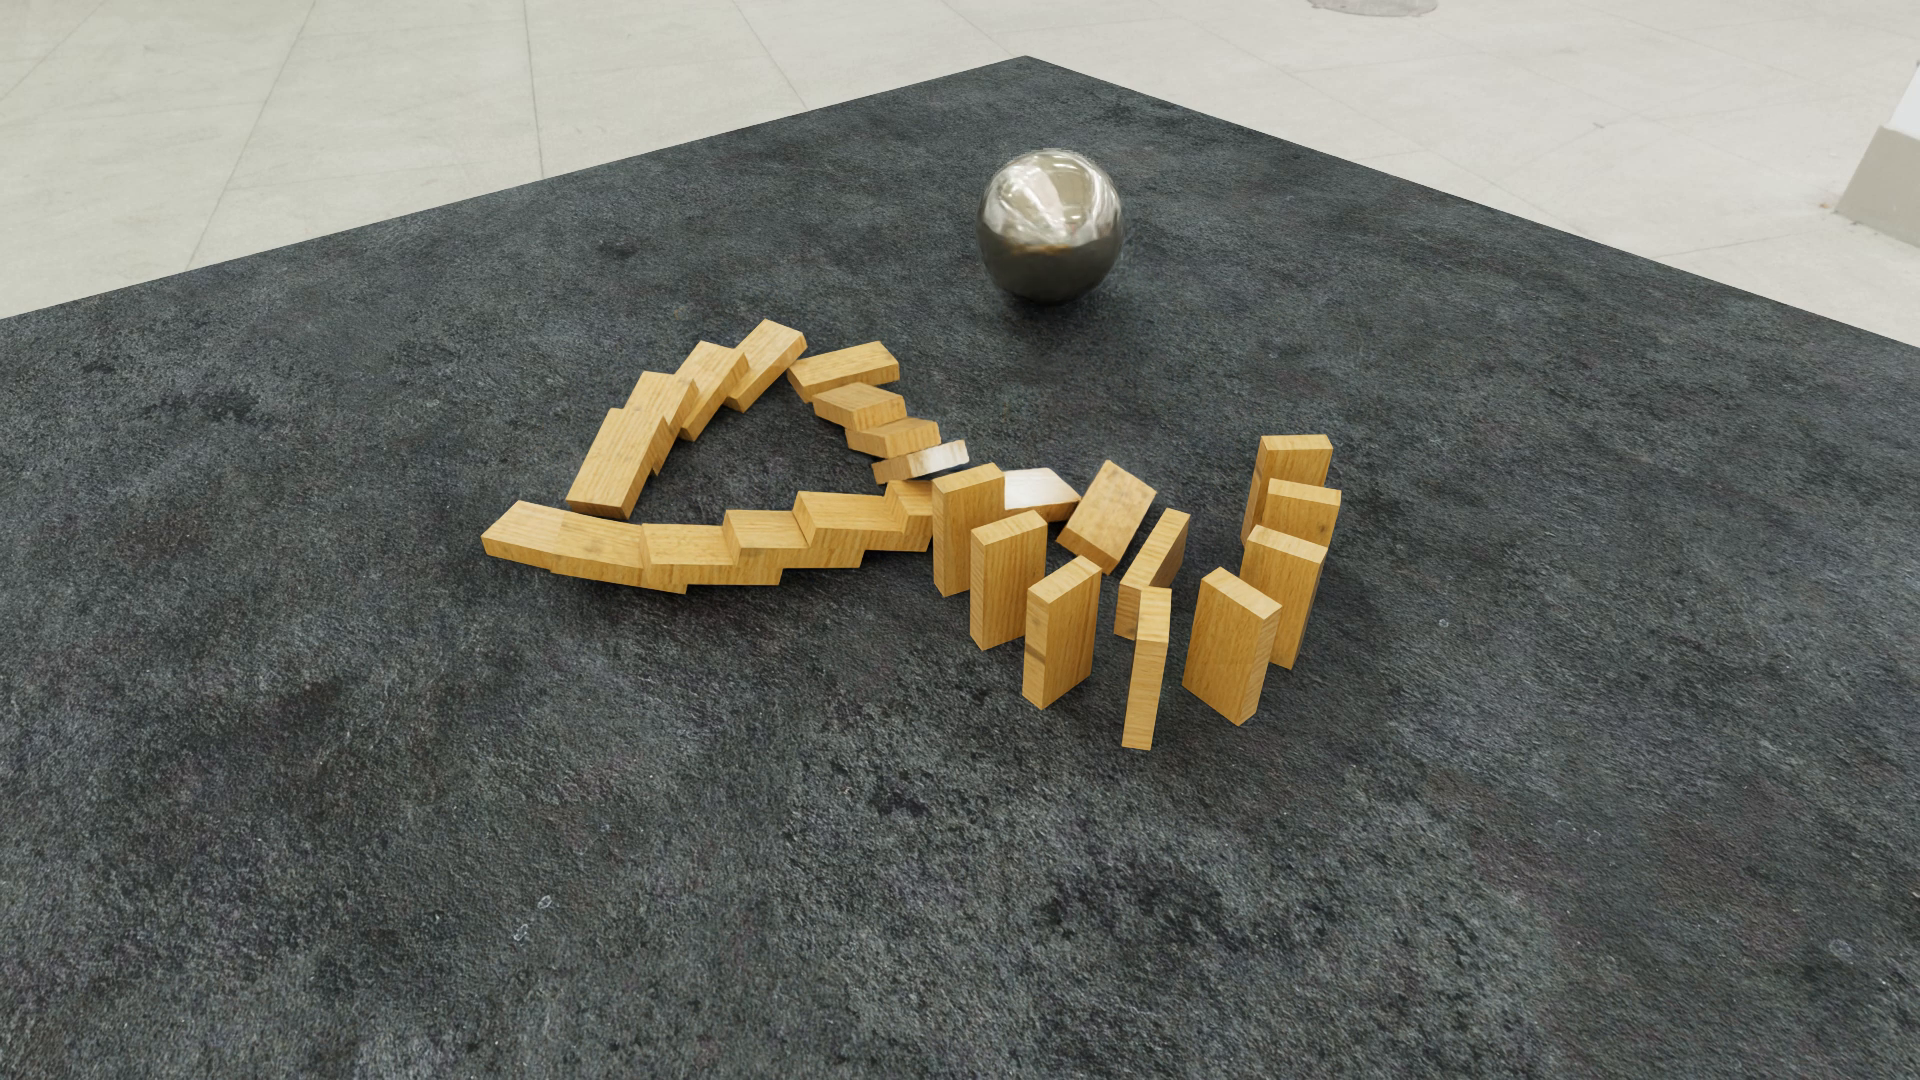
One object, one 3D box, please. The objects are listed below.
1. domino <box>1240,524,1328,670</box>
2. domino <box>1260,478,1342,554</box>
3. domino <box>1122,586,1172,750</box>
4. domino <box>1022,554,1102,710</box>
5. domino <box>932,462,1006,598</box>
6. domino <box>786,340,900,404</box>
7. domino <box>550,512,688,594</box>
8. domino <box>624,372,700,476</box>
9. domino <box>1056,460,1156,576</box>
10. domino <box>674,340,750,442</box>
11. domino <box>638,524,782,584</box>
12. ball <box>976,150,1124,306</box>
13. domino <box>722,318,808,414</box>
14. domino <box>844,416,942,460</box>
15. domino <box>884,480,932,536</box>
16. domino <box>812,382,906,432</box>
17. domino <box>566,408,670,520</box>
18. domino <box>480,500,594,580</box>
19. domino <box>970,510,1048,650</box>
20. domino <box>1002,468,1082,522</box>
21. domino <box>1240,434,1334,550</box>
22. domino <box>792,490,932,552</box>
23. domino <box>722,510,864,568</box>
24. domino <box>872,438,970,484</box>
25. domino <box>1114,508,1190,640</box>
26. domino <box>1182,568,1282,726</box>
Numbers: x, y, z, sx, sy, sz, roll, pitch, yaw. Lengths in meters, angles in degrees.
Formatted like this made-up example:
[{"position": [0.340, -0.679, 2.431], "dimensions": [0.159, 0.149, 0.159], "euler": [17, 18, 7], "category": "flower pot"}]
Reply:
[{"position": [0.110, 0.021, 0.386], "dimensions": [0.025, 0.050, 0.010], "euler": [20, 44, 23], "category": "domino"}, {"position": [0.123, 0.002, 0.409], "dimensions": [0.025, 0.050, 0.009], "euler": [11, 41, 14], "category": "domino"}, {"position": [0.061, 0.042, 0.360], "dimensions": [0.010, 0.050, 0.025], "euler": [7, 40, 8], "category": "domino"}, {"position": [0.034, 0.032, 0.373], "dimensions": [0.025, 0.050, 0.009], "euler": [-30, 48, -32], "category": "domino"}, {"position": [0.003, -0.003, 0.416], "dimensions": [0.025, 0.050, 0.009], "euler": [-17, 42, -19], "category": "domino"}, {"position": [-0.058, -0.084, 0.546], "dimensions": [0.050, 0.010, 0.025], "euler": [-17, 42, -20], "category": "domino"}, {"position": [-0.130, 0.005, 0.426], "dimensions": [0.050, 0.009, 0.025], "euler": [11, 37, -15], "category": "domino"}, {"position": [-0.140, -0.053, 0.496], "dimensions": [0.025, 0.010, 0.050], "euler": [9, 58, 13], "category": "domino"}, {"position": [0.060, -0.010, 0.448], "dimensions": [0.025, 0.009, 0.050], "euler": [34, 45, 2], "category": "domino"}, {"position": [-0.124, -0.071, 0.518], "dimensions": [0.025, 0.009, 0.050], "euler": [17, 60, 20], "category": "domino"}, {"position": [-0.096, 0.006, 0.425], "dimensions": [0.050, 0.010, 0.025], "euler": [2, 36, -27], "category": "domino"}, {"position": [0.048, -0.167, 0.592], "dimensions": [0.080, 0.080, 0.080], "euler": [0, 39, 0], "category": "ball"}, {"position": [-0.101, -0.086, 0.537], "dimensions": [0.025, 0.010, 0.050], "euler": [24, 61, 27], "category": "domino"}, {"position": [-0.030, -0.046, 0.483], "dimensions": [0.025, 0.009, 0.050], "euler": [-18, 17, -21], "category": "domino"}, {"position": [-0.003, -0.013, 0.449], "dimensions": [0.050, 0.009, 0.025], "euler": [-1, 36, -27], "category": "domino"}, {"position": [-0.047, -0.062, 0.506], "dimensions": [0.025, 0.009, 0.050], "euler": [-20, 23, -23], "category": "domino"}, {"position": [-0.146, -0.033, 0.472], "dimensions": [0.025, 0.010, 0.050], "euler": [8, 58, 11], "category": "domino"}, {"position": [-0.163, 0.000, 0.444], "dimensions": [0.050, 0.010, 0.025], "euler": [12, 41, 14], "category": "domino"}, {"position": [0.017, 0.015, 0.393], "dimensions": [0.025, 0.050, 0.010], "euler": [-18, 43, -21], "category": "domino"}, {"position": [0.025, -0.017, 0.451], "dimensions": [0.050, 0.009, 0.025], "euler": [-8, 41, -40], "category": "domino"}, {"position": [0.128, -0.018, 0.433], "dimensions": [0.025, 0.050, 0.009], "euler": [-1, 39, -2], "category": "domino"}, {"position": [-0.039, -0.007, 0.439], "dimensions": [0.050, 0.009, 0.025], "euler": [2, 35, -29], "category": "domino"}, {"position": [-0.065, 0.000, 0.432], "dimensions": [0.050, 0.010, 0.025], "euler": [1, 36, -28], "category": "domino"}, {"position": [-0.017, -0.032, 0.461], "dimensions": [0.025, 0.010, 0.050], "euler": [-17, 6, -20], "category": "domino"}, {"position": [0.073, 0.012, 0.416], "dimensions": [0.010, 0.025, 0.050], "euler": [19, 43, 21], "category": "domino"}, {"position": [0.090, 0.036, 0.367], "dimensions": [0.009, 0.050, 0.025], "euler": [-28, 47, -30], "category": "domino"}]
